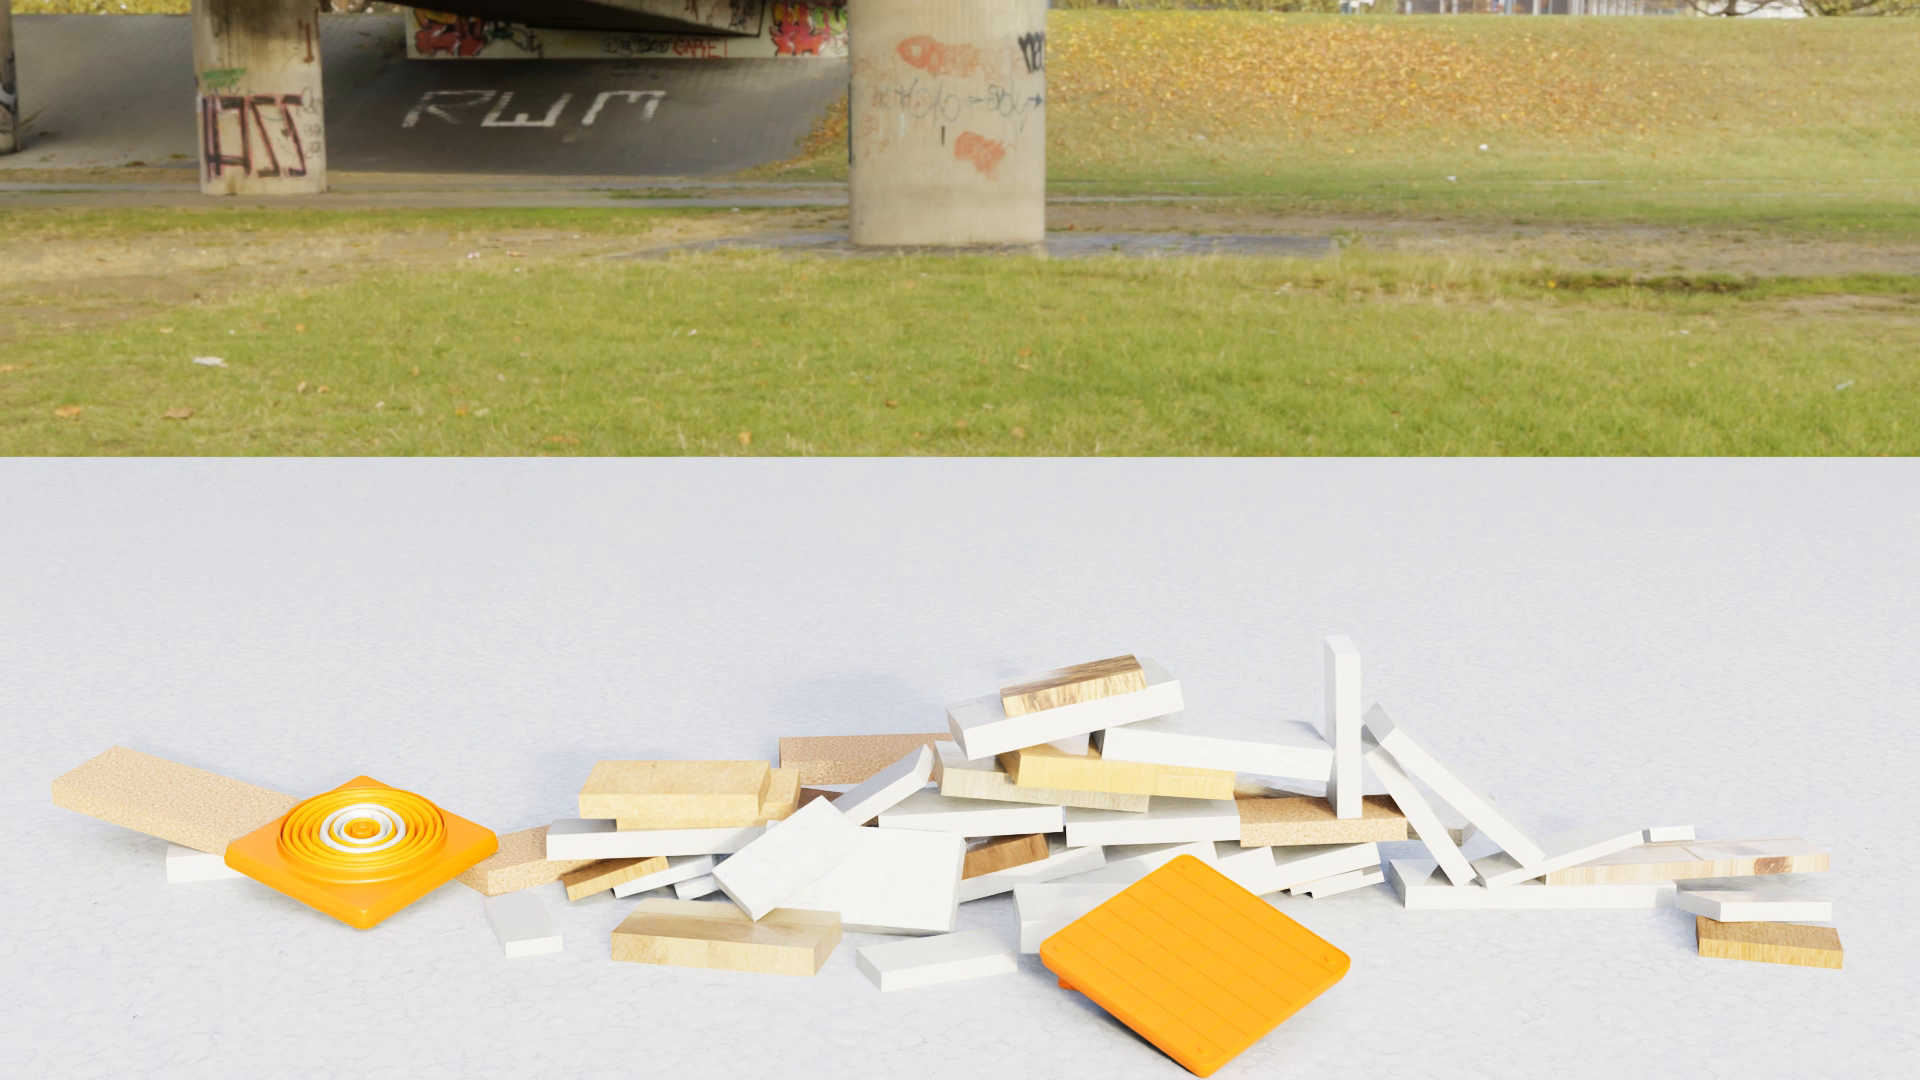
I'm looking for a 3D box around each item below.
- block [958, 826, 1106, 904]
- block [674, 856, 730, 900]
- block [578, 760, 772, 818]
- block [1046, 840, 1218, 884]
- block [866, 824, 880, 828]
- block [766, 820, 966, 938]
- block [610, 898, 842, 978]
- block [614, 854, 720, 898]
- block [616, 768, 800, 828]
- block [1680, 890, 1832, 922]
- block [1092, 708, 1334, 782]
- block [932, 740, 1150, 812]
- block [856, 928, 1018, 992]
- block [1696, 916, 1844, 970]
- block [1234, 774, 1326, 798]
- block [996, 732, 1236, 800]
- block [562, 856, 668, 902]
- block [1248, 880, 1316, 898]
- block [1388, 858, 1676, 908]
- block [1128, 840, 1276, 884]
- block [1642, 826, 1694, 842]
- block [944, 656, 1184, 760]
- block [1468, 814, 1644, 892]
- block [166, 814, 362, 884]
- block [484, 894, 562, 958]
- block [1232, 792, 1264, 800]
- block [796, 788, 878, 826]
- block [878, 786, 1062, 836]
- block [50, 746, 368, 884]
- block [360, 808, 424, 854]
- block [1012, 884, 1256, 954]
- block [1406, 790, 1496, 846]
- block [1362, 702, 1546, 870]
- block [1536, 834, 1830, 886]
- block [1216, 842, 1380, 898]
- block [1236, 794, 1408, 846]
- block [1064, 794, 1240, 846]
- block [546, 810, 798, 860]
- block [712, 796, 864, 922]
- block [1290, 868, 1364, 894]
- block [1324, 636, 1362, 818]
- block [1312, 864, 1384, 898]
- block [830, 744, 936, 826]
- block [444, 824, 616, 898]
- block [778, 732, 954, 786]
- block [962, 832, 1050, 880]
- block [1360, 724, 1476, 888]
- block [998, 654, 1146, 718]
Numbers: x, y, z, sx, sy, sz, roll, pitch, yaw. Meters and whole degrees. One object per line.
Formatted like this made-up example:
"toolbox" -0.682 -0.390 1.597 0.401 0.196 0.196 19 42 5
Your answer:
"block" 0.102 0.534 3.655 0.280 0.040 0.140 -15 10 6
"block" -0.392 0.554 3.658 0.168 0.024 0.084 -19 10 -10
"block" -0.470 0.413 3.644 0.293 0.042 0.147 0 16 3
"block" 0.284 0.525 3.652 0.280 0.040 0.140 -15 10 7
"block" -0.190 0.528 3.666 0.297 0.042 0.148 -15 10 3
"block" -0.161 0.541 3.509 0.321 0.161 0.046 2 -28 12
"block" -0.360 0.615 3.412 0.321 0.046 0.161 2 11 12
"block" -0.489 0.553 3.670 0.168 0.024 0.084 -16 7 1
"block" -0.422 0.435 3.711 0.293 0.042 0.147 -1 16 1
"block" 1.272 0.585 3.517 0.207 0.029 0.103 3 0 -17
"block" 0.410 0.328 3.617 0.371 0.051 0.179 6 10 -4
"block" 0.131 0.390 3.640 0.341 0.046 0.161 6 10 -7
"block" -0.036 0.636 3.335 0.219 0.031 0.109 -4 11 -22
"block" 1.252 0.623 3.409 0.207 0.029 0.103 3 11 15
"block" 0.527 0.488 3.860 0.259 0.130 0.037 8 12 36
"block" 0.252 0.363 3.601 0.357 0.051 0.179 5 10 -11
"block" -0.573 0.553 3.656 0.168 0.024 0.084 -17 7 -14
"block" 0.533 0.563 3.658 0.120 0.017 0.060 -15 10 6
"block" 0.949 0.571 3.663 0.443 0.039 0.137 0 11 -1
"block" 0.382 0.538 3.652 0.268 0.038 0.134 -15 10 5
"block" 1.193 0.519 3.798 0.080 0.023 0.159 -2 -16 -11
"block" 0.167 0.272 3.583 0.357 0.051 0.179 -13 11 -8
"block" 0.977 0.513 3.607 0.268 0.023 0.080 -17 14 -3
"block" -1.209 0.537 3.832 0.318 0.045 0.159 -3 11 -16
"block" -0.694 0.611 3.489 0.087 0.025 0.206 -4 11 -21
"block" 0.474 0.500 3.842 0.228 0.114 0.032 8 14 37
"block" -0.236 0.507 3.982 0.380 0.049 0.174 4 11 23
"block" 0.015 0.447 3.636 0.297 0.042 0.148 -3 10 -1
"block" -1.304 0.471 3.816 0.548 0.045 0.159 12 24 20
"block" -1.032 0.524 3.958 0.087 0.025 0.174 -6 12 -28
"block" 0.261 0.575 3.347 0.348 0.049 0.174 0 10 -3
"block" 0.894 0.506 4.031 0.114 0.032 0.228 6 12 27
"block" 0.800 0.399 3.570 0.337 0.037 0.130 40 9 -11
"block" 1.194 0.535 3.675 0.498 0.029 0.104 -2 11 -9
"block" 0.553 0.530 3.649 0.268 0.038 0.134 -15 10 5
"block" 0.592 0.462 3.631 0.268 0.038 0.134 -3 10 2
"block" 0.314 0.458 3.623 0.280 0.040 0.140 -3 11 2
"block" -0.466 0.494 3.699 0.440 0.042 0.147 -2 4 -6
"block" -0.271 0.502 3.477 0.219 0.031 0.109 -33 47 -24
"block" 0.609 0.559 3.657 0.120 0.017 0.060 -14 10 11
"block" 0.628 0.305 3.610 0.039 0.274 0.137 -2 10 2
"block" 0.642 0.566 3.665 0.120 0.017 0.060 -15 10 5
"block" -0.144 0.423 3.623 0.219 0.031 0.109 -33 10 17
"block" -0.711 0.542 3.806 0.318 0.045 0.159 -9 14 -39
"block" -0.182 0.435 4.370 0.348 0.049 0.174 -1 11 -6
"block" -0.001 0.521 3.651 0.297 0.042 0.148 -15 10 5
"block" 0.746 0.434 3.624 0.039 0.274 0.137 -35 8 7
"block" 0.179 0.234 3.546 0.228 0.032 0.114 -11 11 -2
